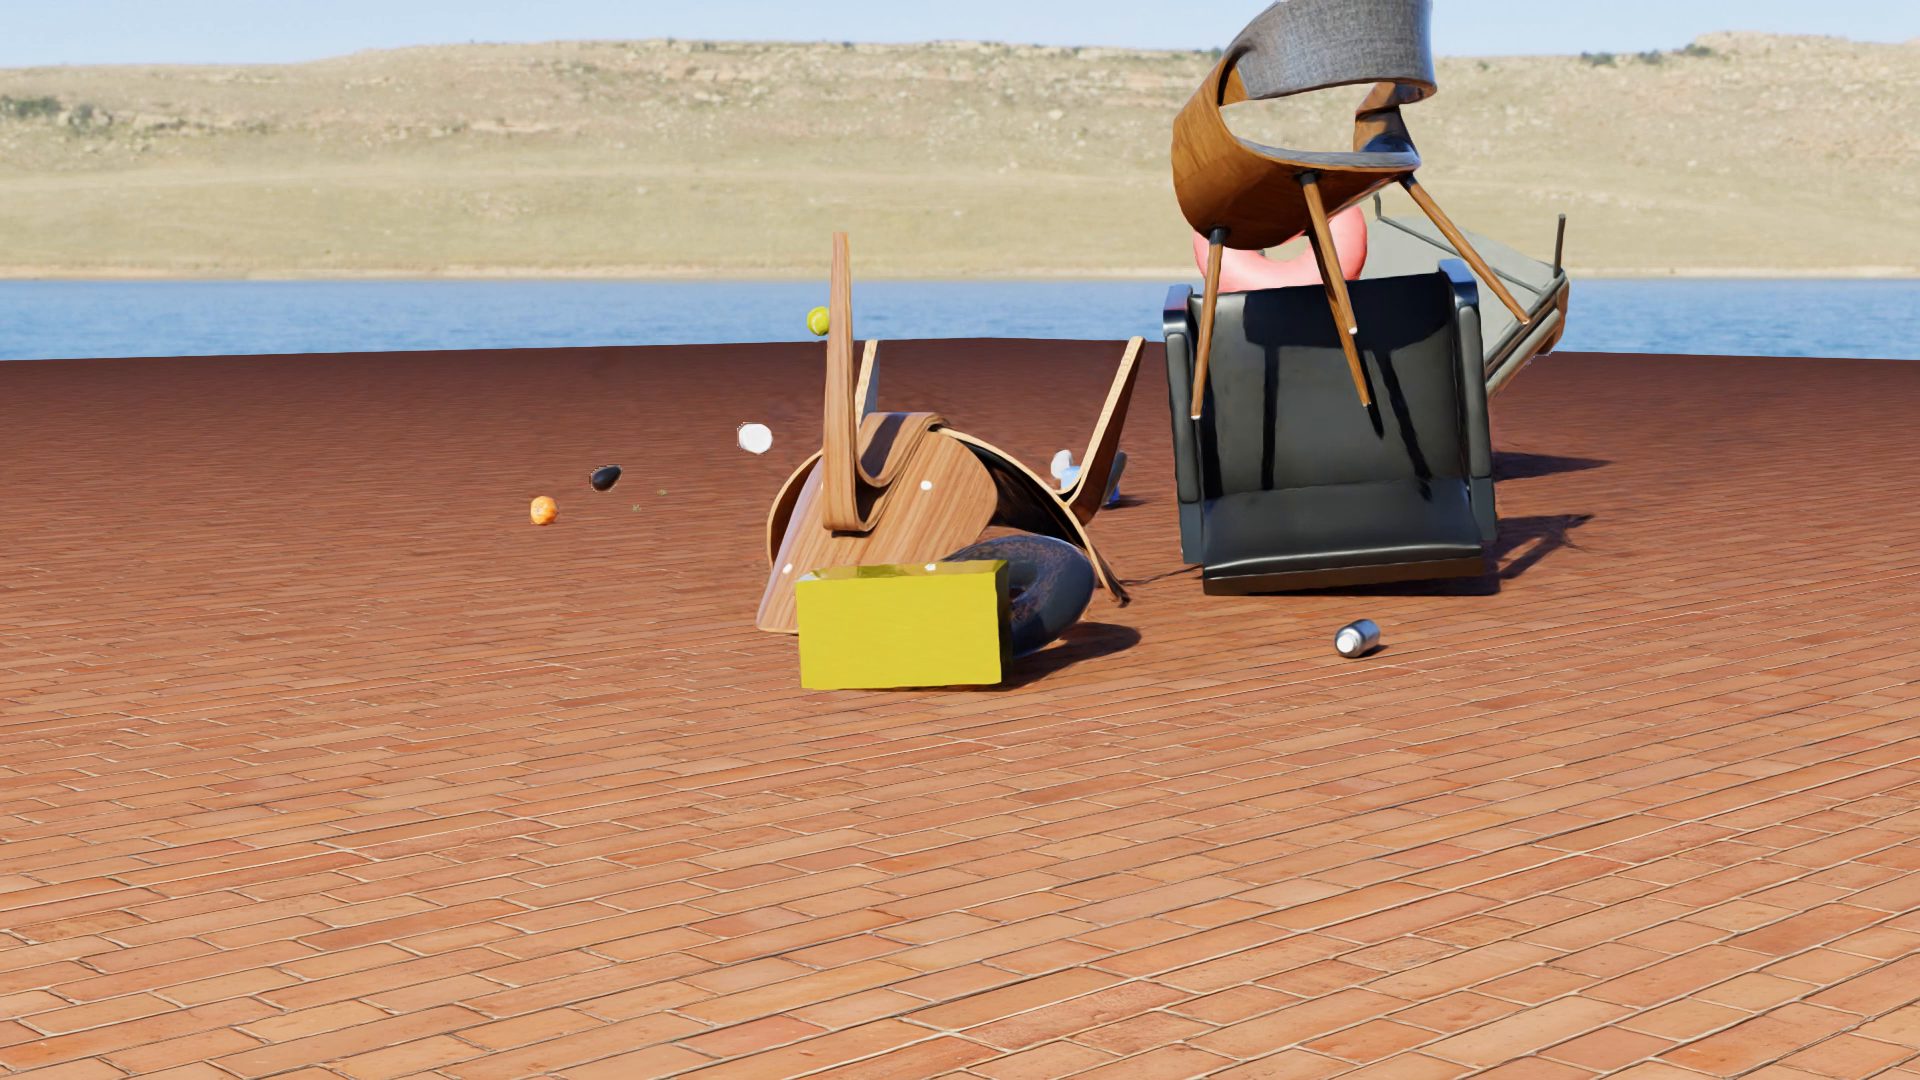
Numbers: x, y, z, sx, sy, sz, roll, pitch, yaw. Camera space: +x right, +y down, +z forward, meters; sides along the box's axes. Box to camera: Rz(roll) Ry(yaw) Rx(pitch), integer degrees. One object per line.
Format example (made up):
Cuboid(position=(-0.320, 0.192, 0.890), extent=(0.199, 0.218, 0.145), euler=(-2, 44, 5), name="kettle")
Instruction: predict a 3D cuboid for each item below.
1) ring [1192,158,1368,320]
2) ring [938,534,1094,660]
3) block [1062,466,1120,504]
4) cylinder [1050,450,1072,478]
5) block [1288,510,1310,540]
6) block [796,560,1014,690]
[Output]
Cuboid(position=(0.738, -0.693, 5.916), extent=(0.399, 0.413, 0.142), euler=(-24, -23, -5), name="ring")
Cuboid(position=(0.059, 0.104, 4.446), extent=(0.358, 0.082, 0.402), euler=(-11, 26, 12), name="ring")
Cuboid(position=(0.382, -0.161, 7.506), extent=(0.143, 0.096, 0.181), euler=(1, 6, 12), name="block")
Cuboid(position=(0.330, -0.247, 8.343), extent=(0.061, 0.080, 0.051), euler=(28, 32, -3), name="cylinder")
Cuboid(position=(0.854, -0.040, 6.472), extent=(0.049, 0.067, 0.082), euler=(1, 6, 10), name="block")
Cuboid(position=(-0.086, 0.136, 4.145), extent=(0.319, 0.175, 0.184), euler=(-3, 6, 8), name="block")
